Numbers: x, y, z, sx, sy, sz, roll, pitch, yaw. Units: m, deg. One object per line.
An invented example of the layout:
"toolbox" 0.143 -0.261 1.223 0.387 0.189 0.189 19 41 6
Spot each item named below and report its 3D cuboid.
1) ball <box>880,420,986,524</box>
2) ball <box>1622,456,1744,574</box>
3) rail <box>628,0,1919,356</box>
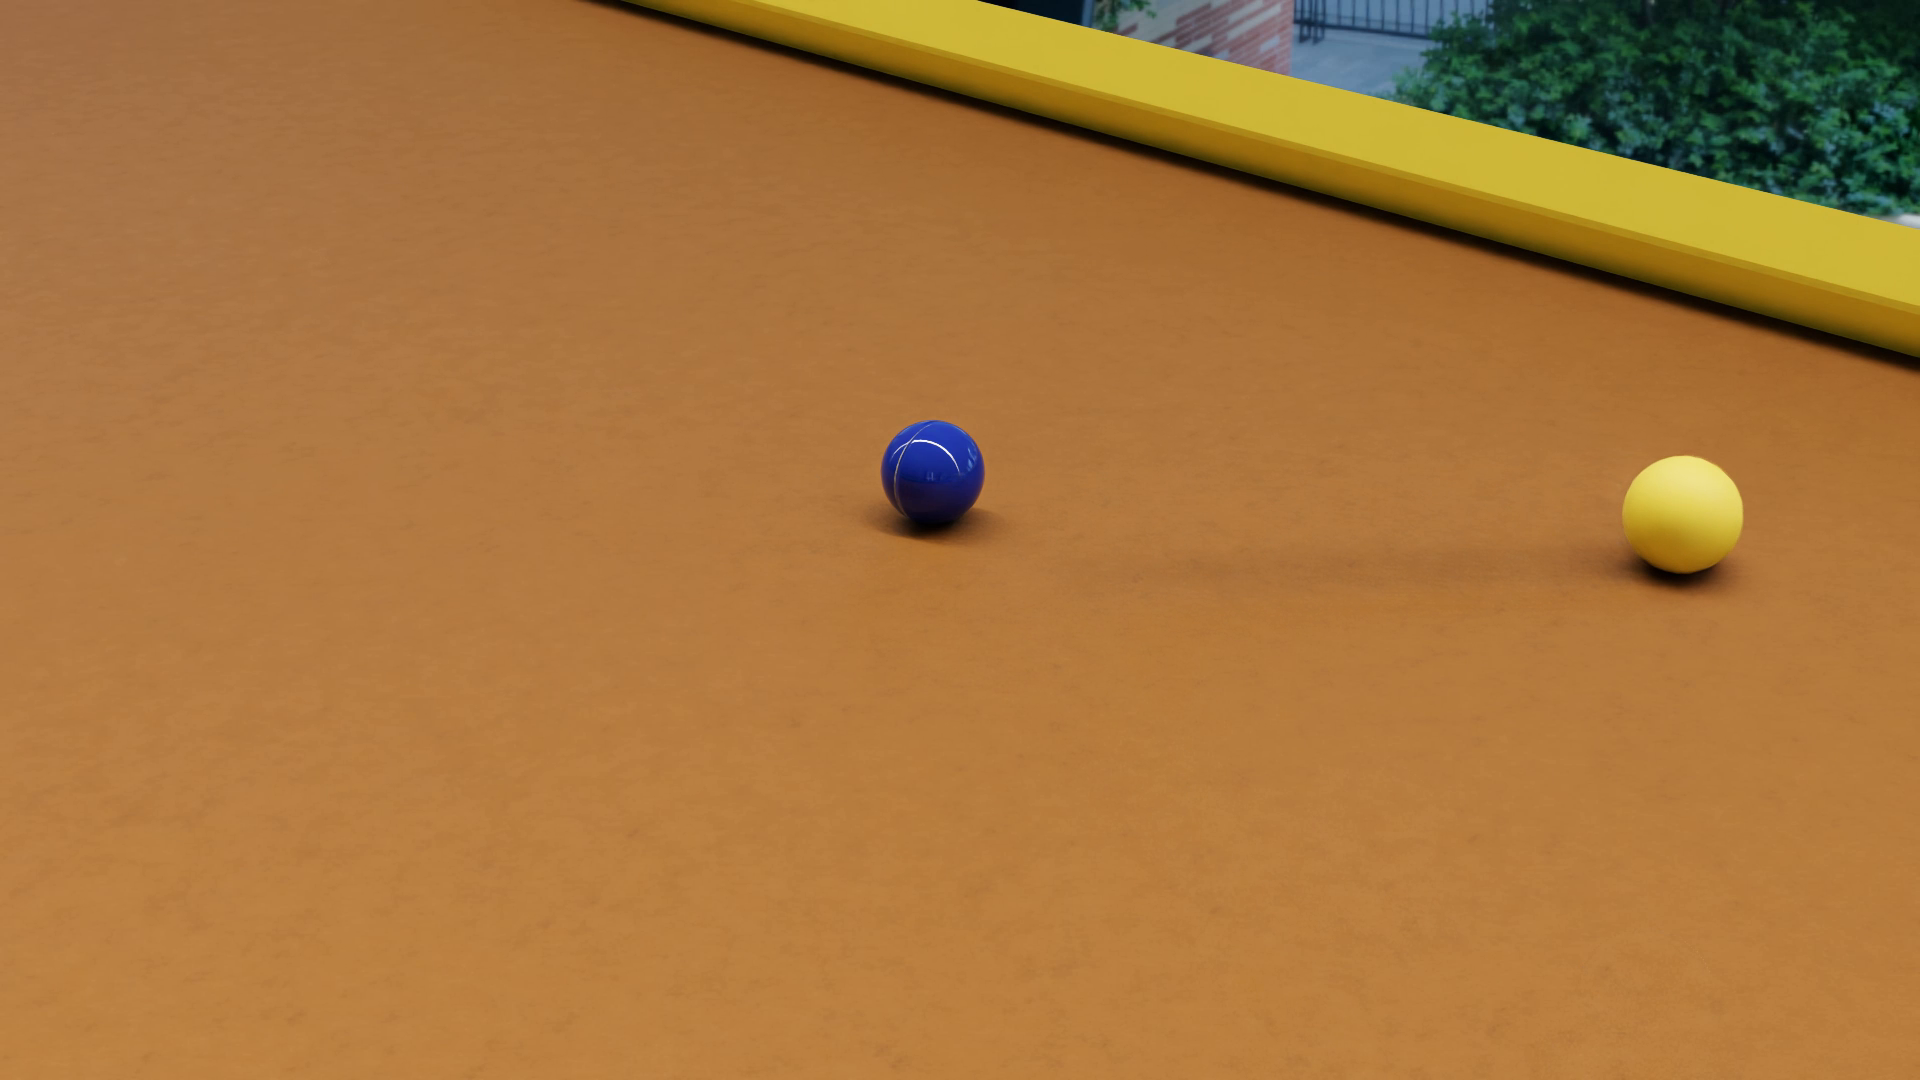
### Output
"ball" -0.023 -0.056 2.441 0.087 0.087 0.087 0 23 0
"ball" 0.577 -0.020 2.350 0.094 0.094 0.094 0 23 0
"rail" 0.037 -0.594 3.637 0.045 0.122 4.093 -20 31 -39
